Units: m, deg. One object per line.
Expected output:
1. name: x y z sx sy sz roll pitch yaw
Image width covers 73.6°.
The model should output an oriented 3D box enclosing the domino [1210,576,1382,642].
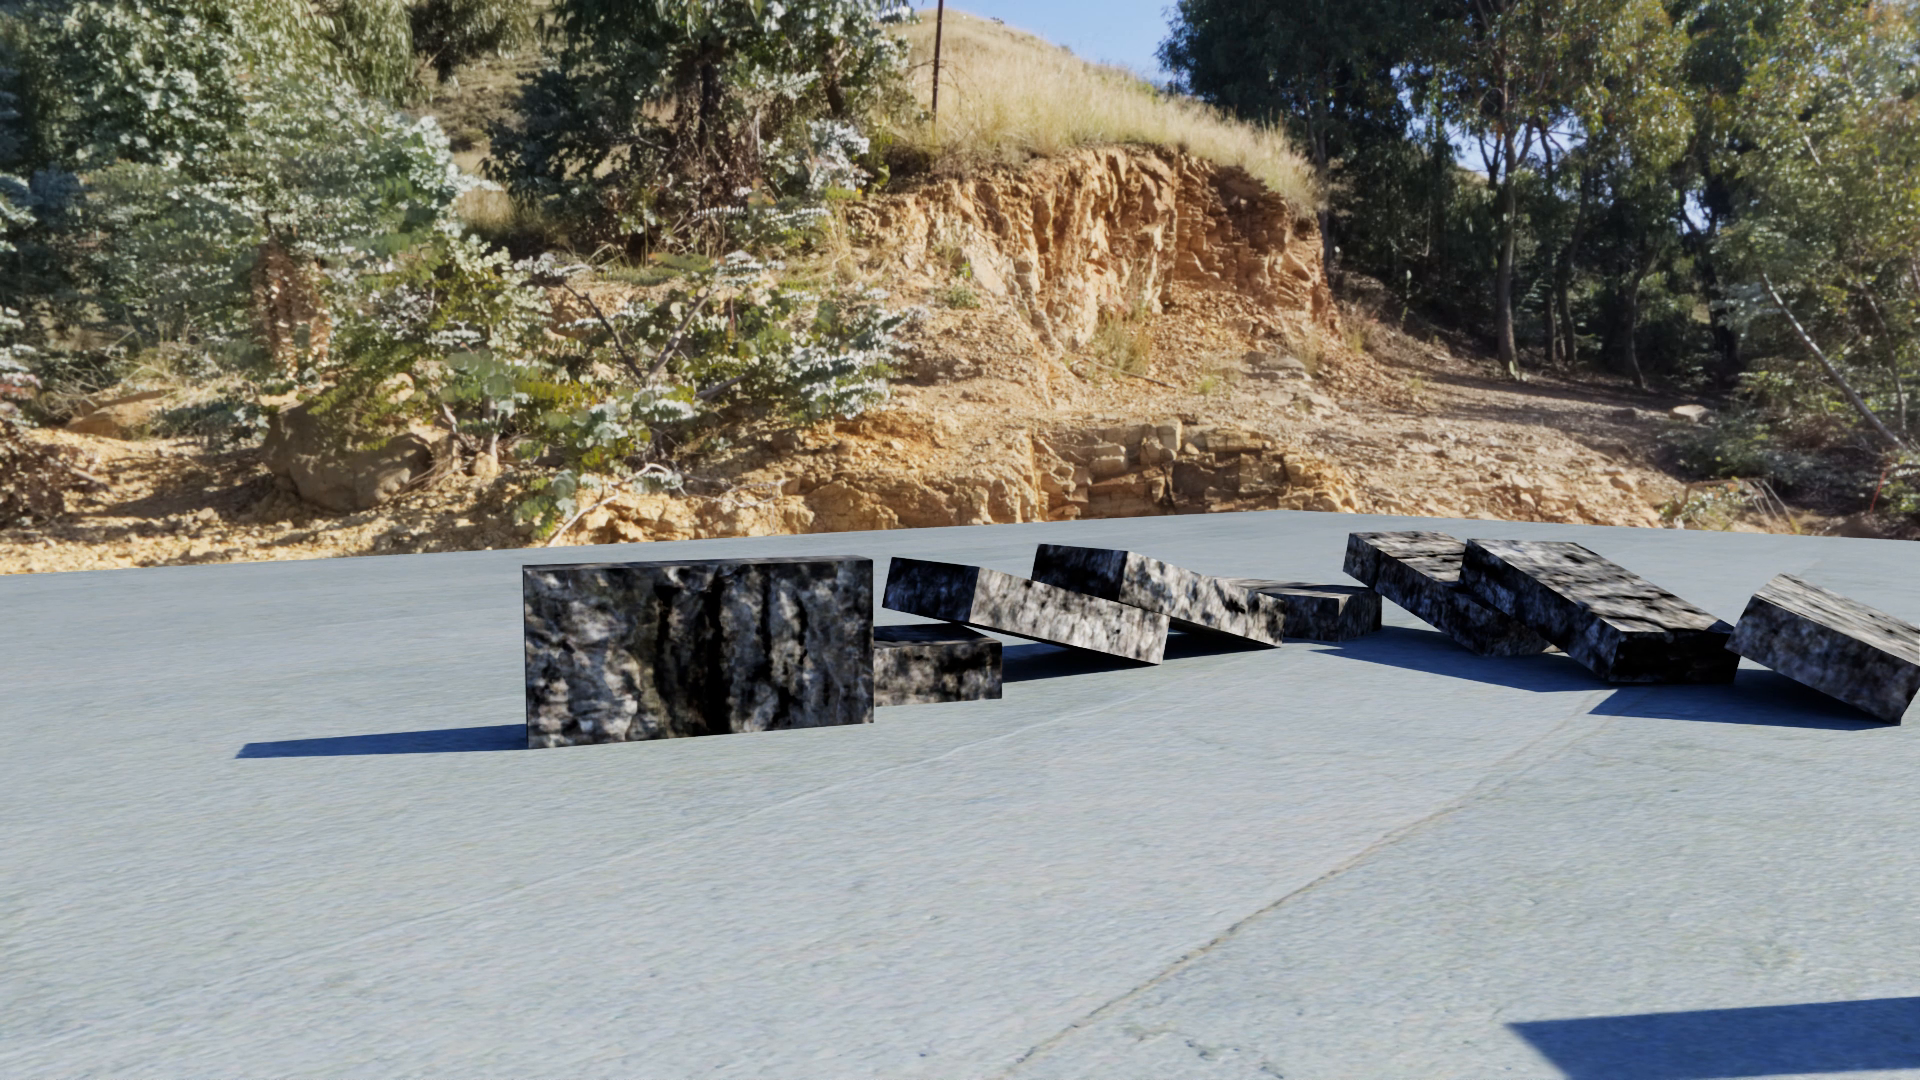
1. domino: 0.070 0.015 0.300 0.050 0.009 0.025 3 5 39

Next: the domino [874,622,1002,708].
1. domino: -0.021 0.021 0.218 0.050 0.010 0.025 -1 5 -18

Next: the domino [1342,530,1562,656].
1. domino: 0.109 0.011 0.281 0.025 0.009 0.050 -1 19 -18

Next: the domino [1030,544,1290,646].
1. domino: 0.041 0.012 0.263 0.050 0.010 0.025 16 -7 -38

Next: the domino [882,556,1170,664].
1. domino: 0.013 0.014 0.242 0.050 0.010 0.025 15 -6 -39

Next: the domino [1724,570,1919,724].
1. domino: 0.149 0.017 0.219 0.025 0.010 0.050 30 21 32

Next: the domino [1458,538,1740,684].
1. domino: 0.122 0.013 0.248 0.025 0.009 0.050 2 18 -10

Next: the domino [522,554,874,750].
1. domino: -0.038 0.016 0.191 0.050 0.025 0.010 -2 5 -20
